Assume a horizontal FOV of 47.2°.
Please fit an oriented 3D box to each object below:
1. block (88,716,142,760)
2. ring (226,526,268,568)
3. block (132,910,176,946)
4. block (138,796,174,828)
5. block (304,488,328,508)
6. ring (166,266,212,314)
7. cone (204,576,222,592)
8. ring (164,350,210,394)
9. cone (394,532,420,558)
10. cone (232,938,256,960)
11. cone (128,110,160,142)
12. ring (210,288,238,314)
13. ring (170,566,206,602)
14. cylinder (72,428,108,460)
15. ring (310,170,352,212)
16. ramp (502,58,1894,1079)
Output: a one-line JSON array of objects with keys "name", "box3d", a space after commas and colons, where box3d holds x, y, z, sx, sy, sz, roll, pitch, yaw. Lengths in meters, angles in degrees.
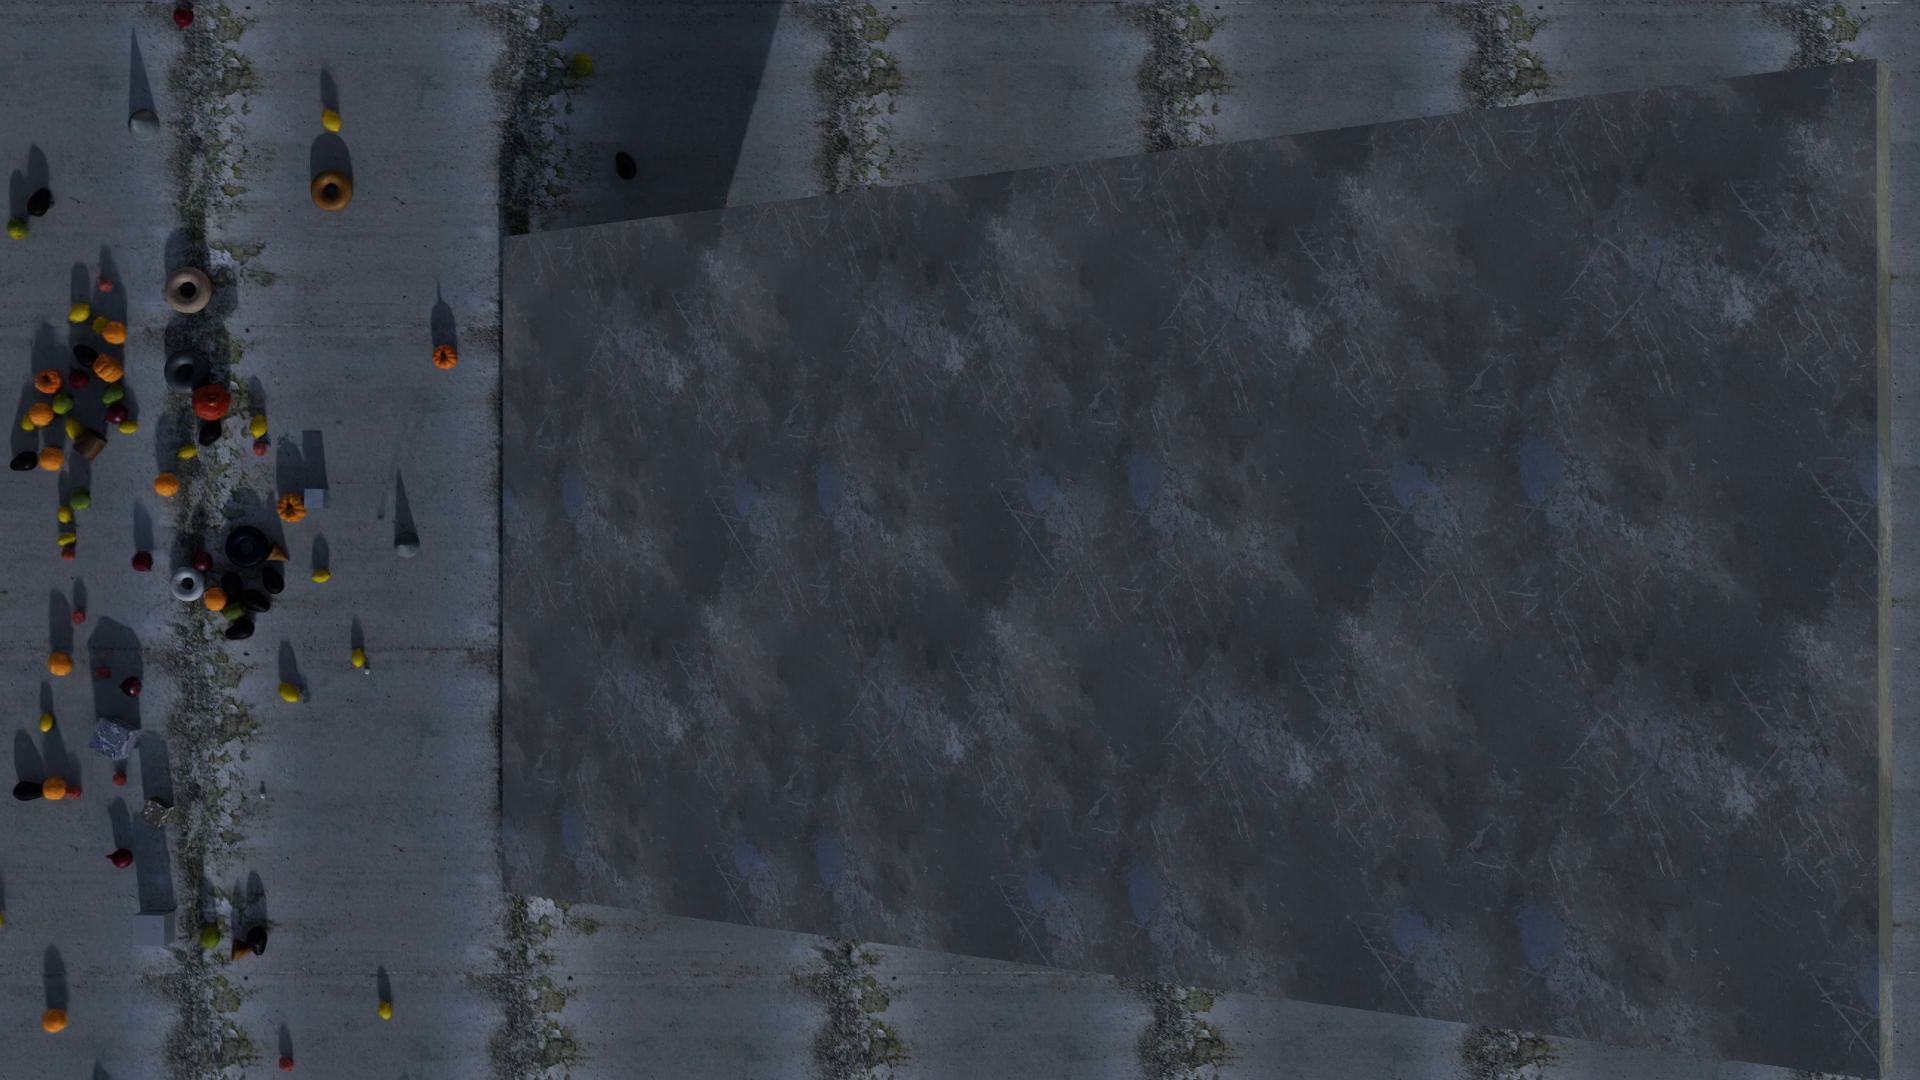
[{"name": "block", "box3d": [-2.591, 0.606, 6.741, 0.098, 0.098, 0.098, 26, 90, 0]}, {"name": "ring", "box3d": [-2.197, 0.021, 6.773, 0.131, 0.044, 0.131, 0, 91, -1]}, {"name": "block", "box3d": [-2.469, 1.190, 6.738, 0.095, 0.095, 0.095, 0, 90, 0]}, {"name": "block", "box3d": [-2.468, 0.835, 6.756, 0.065, 0.065, 0.065, 29, 90, 0]}, {"name": "block", "box3d": [-1.981, -0.127, 6.766, 0.058, 0.058, 0.058, 0, 90, 0]}, {"name": "ring", "box3d": [-2.378, -0.771, 6.776, 0.144, 0.048, 0.144, 0, 88, 0]}, {"name": "cone", "box3d": [-2.298, 0.142, 6.781, 0.053, 0.053, 0.053, 15, 90, -26]}, {"name": "ring", "box3d": [-2.382, -0.519, 6.776, 0.137, 0.046, 0.137, 0, 88, 0]}, {"name": "cone", "box3d": [-1.709, 0.014, 6.754, 0.080, 0.080, 0.080, 0, 90, 0]}, {"name": "cone", "box3d": [-2.199, 1.260, 6.770, 0.069, 0.069, 0.069, 9, 90, -27]}, {"name": "cone", "box3d": [-2.525, -1.284, 6.754, 0.100, 0.100, 0.100, 0, 90, 0]}, {"name": "ring", "box3d": [-2.270, -0.738, 6.786, 0.084, 0.028, 0.084, 0, 90, -1]}, {"name": "ring", "box3d": [-2.378, 0.134, 6.775, 0.111, 0.037, 0.111, 0, 90, 1]}, {"name": "cylinder", "box3d": [-2.673, -0.295, 6.760, 0.073, 0.073, 0.073, 39, 90, 0]}, {"name": "ring", "box3d": [-1.937, -1.078, 6.781, 0.130, 0.043, 0.130, 0, 91, 0]}, {"name": "ramp", "box3d": [0.231, 0.065, 5.549, 4.000, 0.100, 2.000, 0, 89, 37]}]
